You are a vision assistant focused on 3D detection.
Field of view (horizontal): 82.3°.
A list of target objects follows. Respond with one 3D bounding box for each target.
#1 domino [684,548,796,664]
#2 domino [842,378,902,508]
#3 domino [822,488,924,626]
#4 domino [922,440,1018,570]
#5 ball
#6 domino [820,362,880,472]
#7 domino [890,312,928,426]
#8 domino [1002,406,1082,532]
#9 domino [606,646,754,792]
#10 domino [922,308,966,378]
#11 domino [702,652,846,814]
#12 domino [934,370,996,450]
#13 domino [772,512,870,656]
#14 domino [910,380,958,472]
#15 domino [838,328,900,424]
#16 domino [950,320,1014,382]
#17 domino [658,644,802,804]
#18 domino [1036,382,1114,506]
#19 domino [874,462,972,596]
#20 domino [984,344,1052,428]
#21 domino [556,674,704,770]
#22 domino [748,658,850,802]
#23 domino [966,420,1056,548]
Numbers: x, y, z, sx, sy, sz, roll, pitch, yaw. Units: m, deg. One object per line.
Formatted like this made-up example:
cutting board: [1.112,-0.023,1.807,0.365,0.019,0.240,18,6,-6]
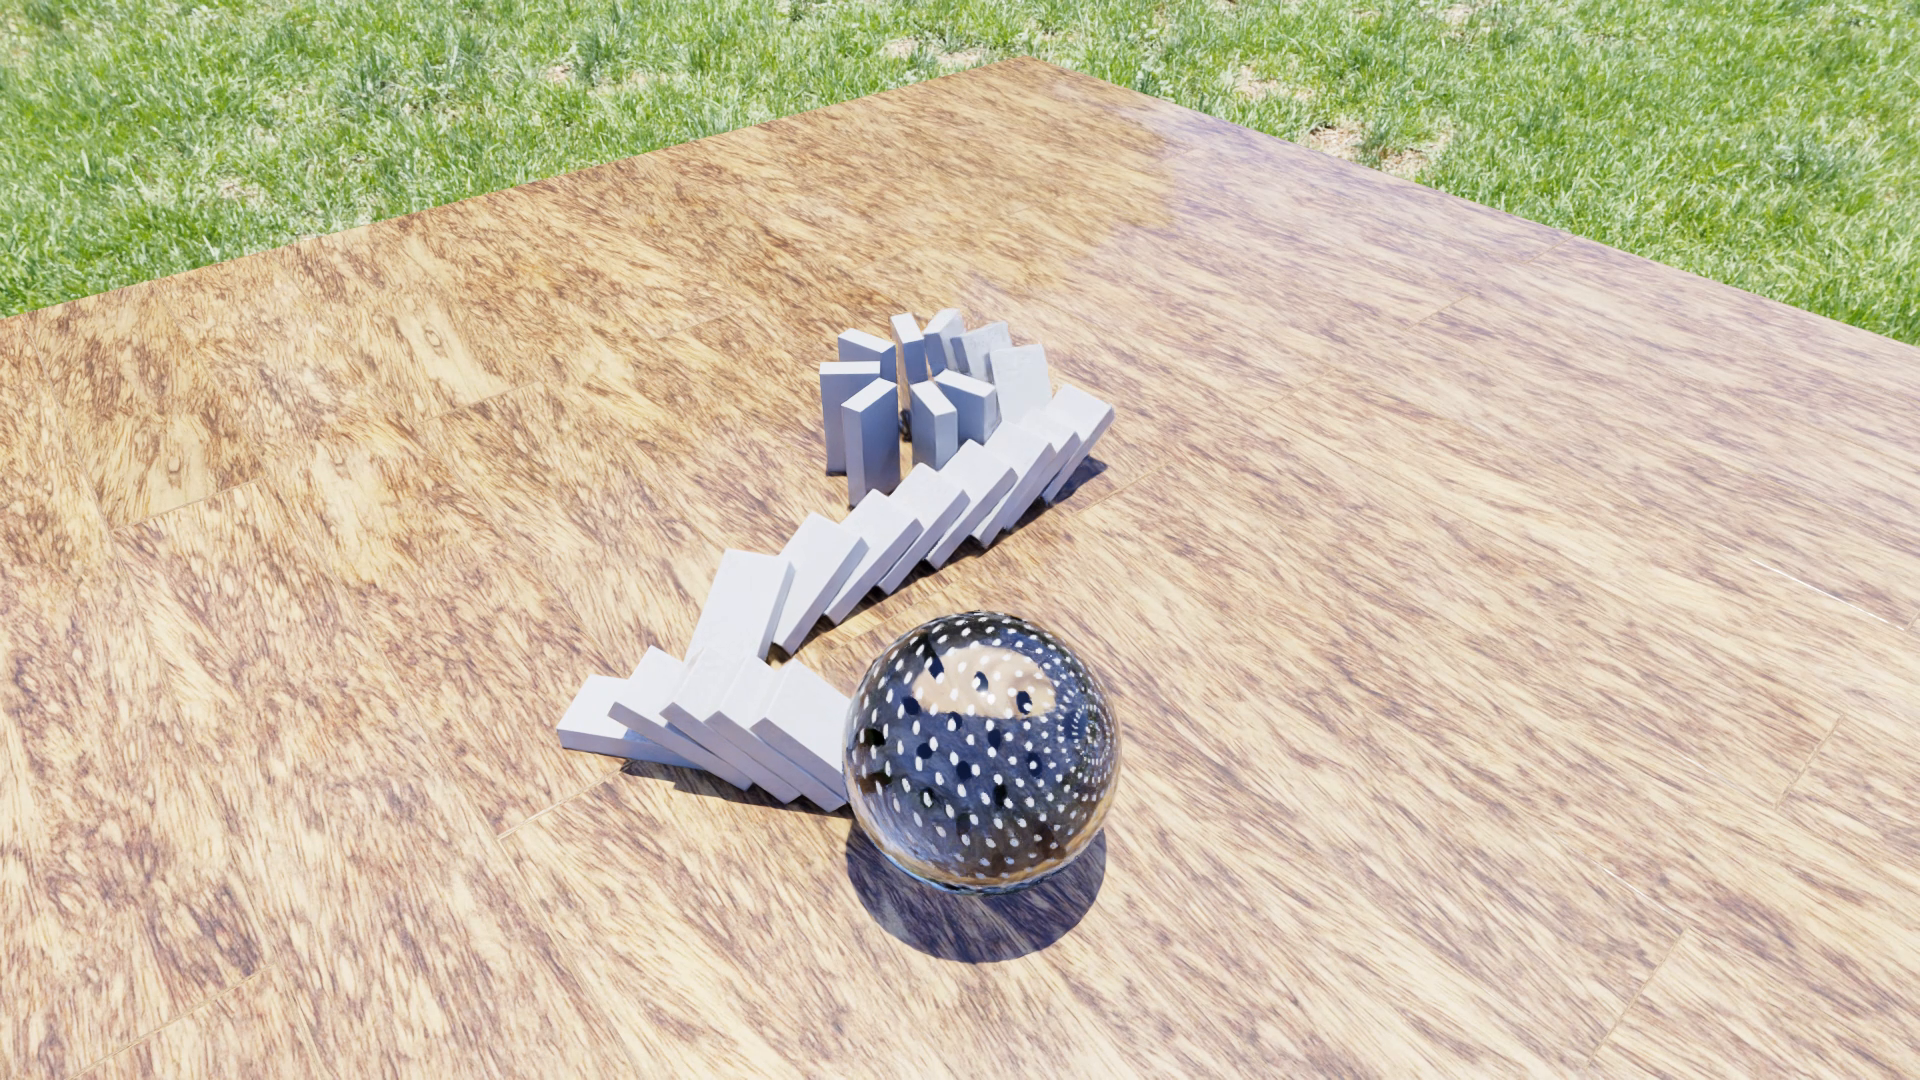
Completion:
domino: [-0.079,0.029,0.393,0.025,0.009,0.050,9,63,12]
domino: [-0.036,-0.039,0.460,0.009,0.050,0.025,23,44,25]
domino: [-0.040,0.006,0.420,0.025,0.010,0.050,34,75,34]
domino: [-0.003,-0.015,0.442,0.050,0.010,0.025,-48,55,-7]
ball: [0.006,0.060,0.314,0.080,0.080,0.080,0,39,0]
domino: [-0.046,-0.053,0.476,0.025,0.050,0.010,-1,39,-1]
domino: [-0.022,-0.075,0.503,0.009,0.050,0.025,-13,41,-9]
domino: [0.025,-0.030,0.462,0.025,0.010,0.050,34,79,34]
domino: [-0.084,0.057,0.355,0.050,0.009,0.025,31,40,-9]
domino: [-0.003,-0.078,0.506,0.009,0.050,0.025,0,35,26]
domino: [-0.054,0.061,0.345,0.050,0.009,0.025,40,38,-16]
domino: [0.002,-0.045,0.467,0.025,0.050,0.010,23,46,25]
domino: [-0.059,0.016,0.408,0.025,0.010,0.050,25,71,28]
domino: [-0.011,-0.038,0.458,0.009,0.050,0.025,-17,43,-20]
domino: [-0.041,-0.068,0.494,0.025,0.050,0.009,24,45,27]
domino: [0.015,-0.071,0.499,0.025,0.050,0.010,-25,17,-27]
domino: [-0.068,0.058,0.348,0.050,0.010,0.025,40,38,-16]
domino: [0.042,-0.042,0.475,0.025,0.010,0.050,32,78,28]
domino: [-0.022,-0.005,0.432,0.025,0.010,0.050,34,77,34]
domino: [0.028,-0.060,0.489,0.025,0.050,0.010,-11,1,-15]
domino: [-0.106,0.061,0.369,0.050,0.010,0.025,7,40,9]
domino: [-0.039,0.062,0.343,0.050,0.009,0.025,40,38,-16]
domino: [0.014,-0.023,0.451,0.025,0.010,0.050,30,77,33]
